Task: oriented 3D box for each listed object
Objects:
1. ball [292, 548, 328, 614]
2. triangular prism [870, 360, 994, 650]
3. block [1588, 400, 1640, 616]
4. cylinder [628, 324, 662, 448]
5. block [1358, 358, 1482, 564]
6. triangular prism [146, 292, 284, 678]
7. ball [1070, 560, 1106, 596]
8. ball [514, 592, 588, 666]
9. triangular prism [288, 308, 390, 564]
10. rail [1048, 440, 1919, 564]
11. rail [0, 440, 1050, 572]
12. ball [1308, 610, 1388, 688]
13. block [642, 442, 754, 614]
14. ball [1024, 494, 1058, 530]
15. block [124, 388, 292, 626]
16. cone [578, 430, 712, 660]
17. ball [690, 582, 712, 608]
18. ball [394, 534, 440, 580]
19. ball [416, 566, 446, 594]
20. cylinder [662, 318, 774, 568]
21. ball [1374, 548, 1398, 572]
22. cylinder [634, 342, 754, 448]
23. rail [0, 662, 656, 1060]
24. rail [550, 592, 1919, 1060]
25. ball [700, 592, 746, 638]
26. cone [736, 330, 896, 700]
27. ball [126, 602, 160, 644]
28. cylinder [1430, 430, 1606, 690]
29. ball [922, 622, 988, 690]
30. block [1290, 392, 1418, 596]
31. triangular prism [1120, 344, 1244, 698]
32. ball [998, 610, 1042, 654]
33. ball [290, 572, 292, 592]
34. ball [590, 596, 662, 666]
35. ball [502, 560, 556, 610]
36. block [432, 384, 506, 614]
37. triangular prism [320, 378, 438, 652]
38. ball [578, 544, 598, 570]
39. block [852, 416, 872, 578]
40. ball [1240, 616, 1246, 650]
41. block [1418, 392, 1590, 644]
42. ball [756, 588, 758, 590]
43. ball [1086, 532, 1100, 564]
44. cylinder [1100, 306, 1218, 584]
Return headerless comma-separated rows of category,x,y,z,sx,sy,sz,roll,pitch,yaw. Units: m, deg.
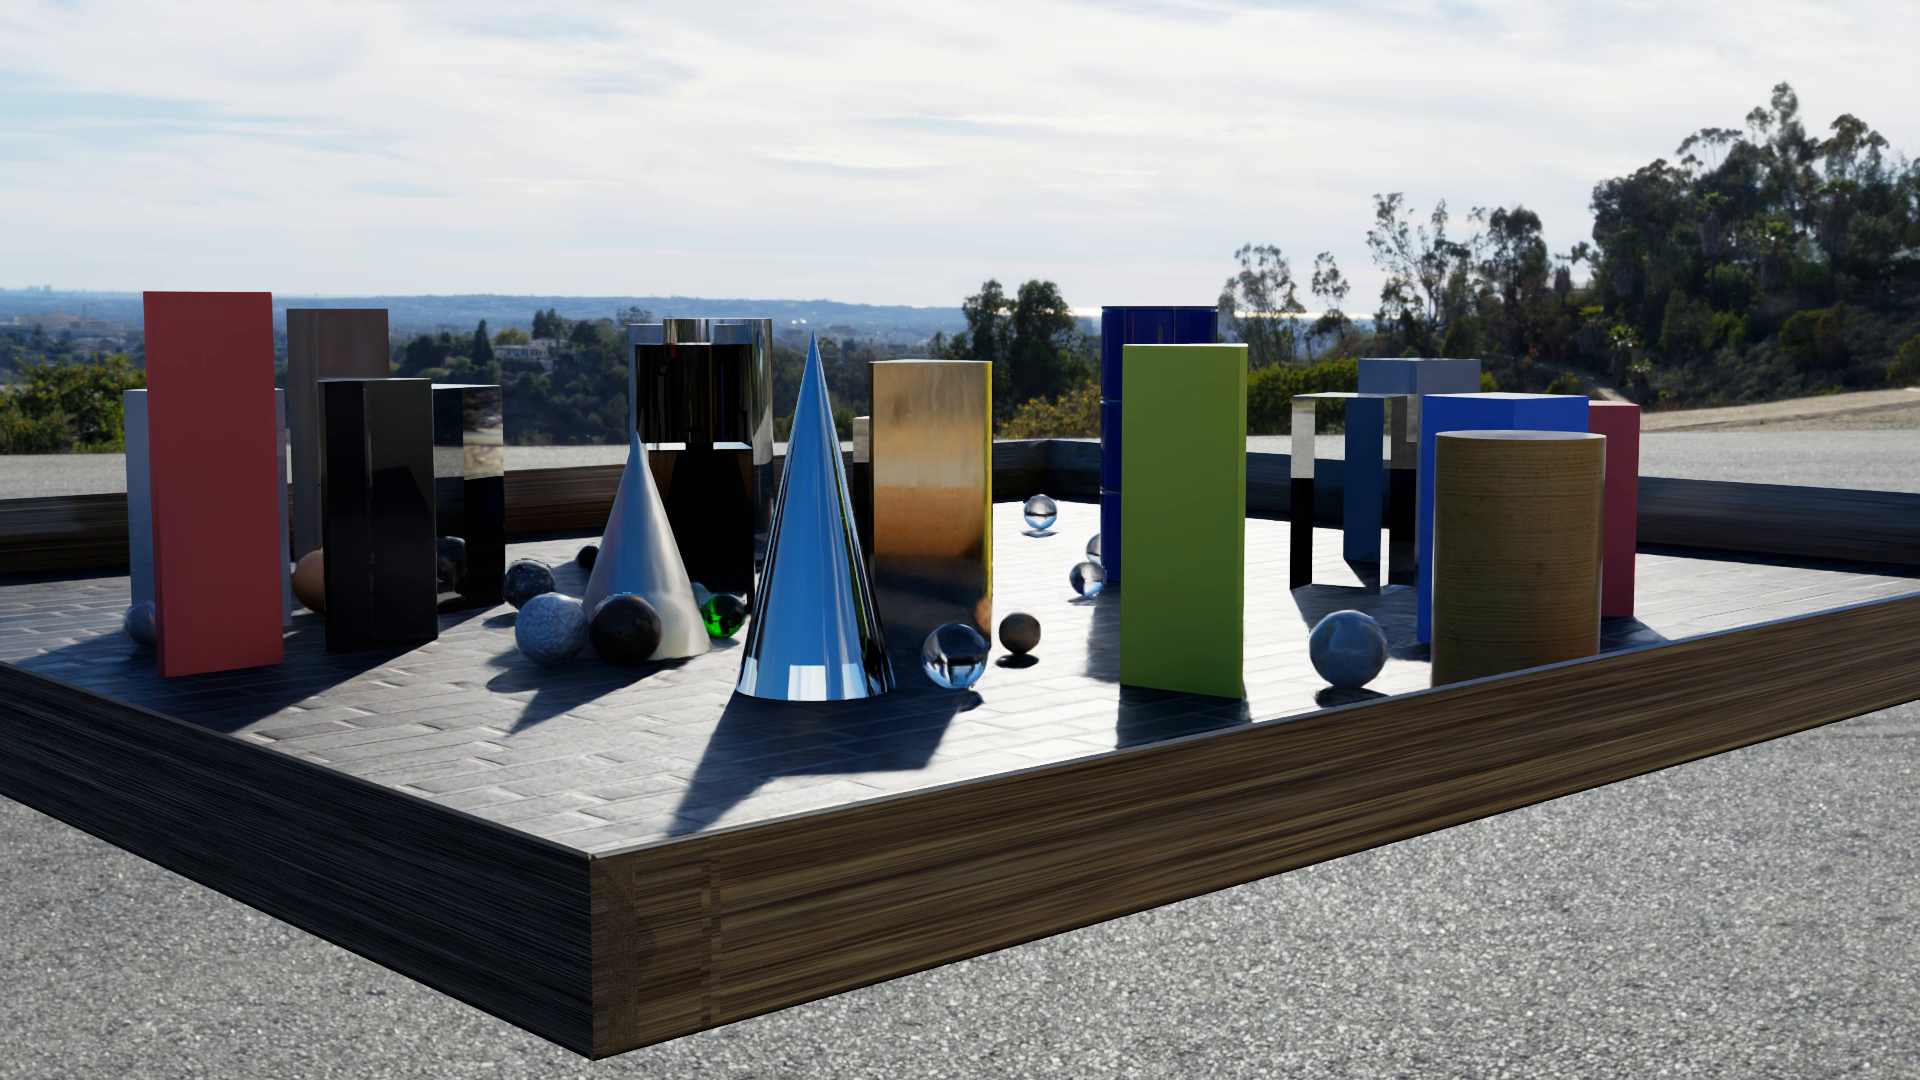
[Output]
ball,-0.926,0.060,3.212,0.095,0.095,0.095,0,6,0
triangular prism,-0.053,-0.052,2.937,0.164,0.374,0.142,-1,6,-14
block,0.903,-0.049,3.243,0.151,0.305,0.151,0,6,4
cylinder,-0.551,-0.215,4.301,0.189,0.412,0.189,0,6,0
block,0.816,-0.146,3.926,0.151,0.353,0.151,-4,7,-31
triangular prism,-0.959,-0.076,2.738,0.142,0.464,0.164,6,8,44
ball,0.197,0.059,3.400,0.056,0.056,0.056,0,6,0
ball,-0.509,0.111,2.742,0.091,0.091,0.091,0,6,0
triangular prism,-1.004,-0.157,3.612,0.142,0.443,0.164,-4,7,-31
rail,1.120,-0.077,4.360,0.045,0.123,2.714,-6,8,-42
rail,-0.904,-0.071,4.307,3.095,0.123,0.045,-6,8,-42
ball,0.455,0.128,2.580,0.092,0.092,0.092,0,6,0
block,-0.390,-0.019,3.260,0.151,0.241,0.151,-1,6,-12
ball,0.162,-0.056,4.417,0.071,0.071,0.071,0,6,0
block,-1.045,-0.043,3.059,0.151,0.332,0.151,4,7,35
cone,-0.419,0.000,2.864,0.189,0.287,0.189,0,6,0
ball,-0.380,0.088,3.114,0.059,0.059,0.059,0,6,0
ball,-0.890,0.028,3.605,0.075,0.075,0.075,0,6,0
ball,-0.826,0.062,3.432,0.044,0.044,0.044,0,6,0
cylinder,-0.419,-0.172,3.826,0.189,0.426,0.189,0,6,0
ball,0.718,0.034,3.709,0.041,0.041,0.041,0,6,0
cylinder,-0.430,-0.124,3.566,0.189,0.386,0.189,0,6,0
rail,-1.120,0.141,2.305,0.045,0.123,2.714,-6,8,-42
rail,0.904,0.135,2.358,3.095,0.123,0.045,-6,8,-42
ball,-0.321,0.102,2.974,0.062,0.062,0.062,0,6,0
cone,-0.170,-0.036,2.572,0.189,0.420,0.189,0,6,0
ball,-1.075,0.111,2.913,0.056,0.056,0.056,0,6,0
cylinder,0.639,0.029,2.524,0.189,0.300,0.189,0,6,0
ball,-0.006,0.136,2.572,0.078,0.078,0.078,0,6,0
block,0.625,-0.076,3.492,0.151,0.307,0.151,4,7,31
triangular prism,0.298,-0.030,2.600,0.164,0.401,0.142,5,8,37
ball,0.077,0.119,2.833,0.057,0.057,0.057,0,6,0
ball,-1.022,0.061,3.208,0.092,0.092,0.092,0,6,0
ball,-0.416,0.113,2.740,0.088,0.088,0.088,0,6,0
ball,-0.632,0.068,3.228,0.076,0.076,0.076,0,6,0
block,-0.789,-0.065,3.281,0.151,0.328,0.151,3,7,28
triangular prism,-0.813,-0.041,2.946,0.142,0.350,0.164,6,8,45
ball,-0.632,0.029,3.755,0.042,0.042,0.042,0,6,0
block,-0.080,-0.074,3.673,0.151,0.264,0.151,2,6,19
ball,0.312,0.114,2.707,0.080,0.080,0.080,0,6,0
block,0.718,-0.026,2.913,0.151,0.329,0.151,-4,7,-36
ball,-0.264,0.077,3.195,0.064,0.064,0.064,0,6,0
ball,0.247,0.019,3.721,0.068,0.068,0.068,0,6,0
cylinder,0.324,-0.158,3.594,0.189,0.447,0.189,0,6,0
